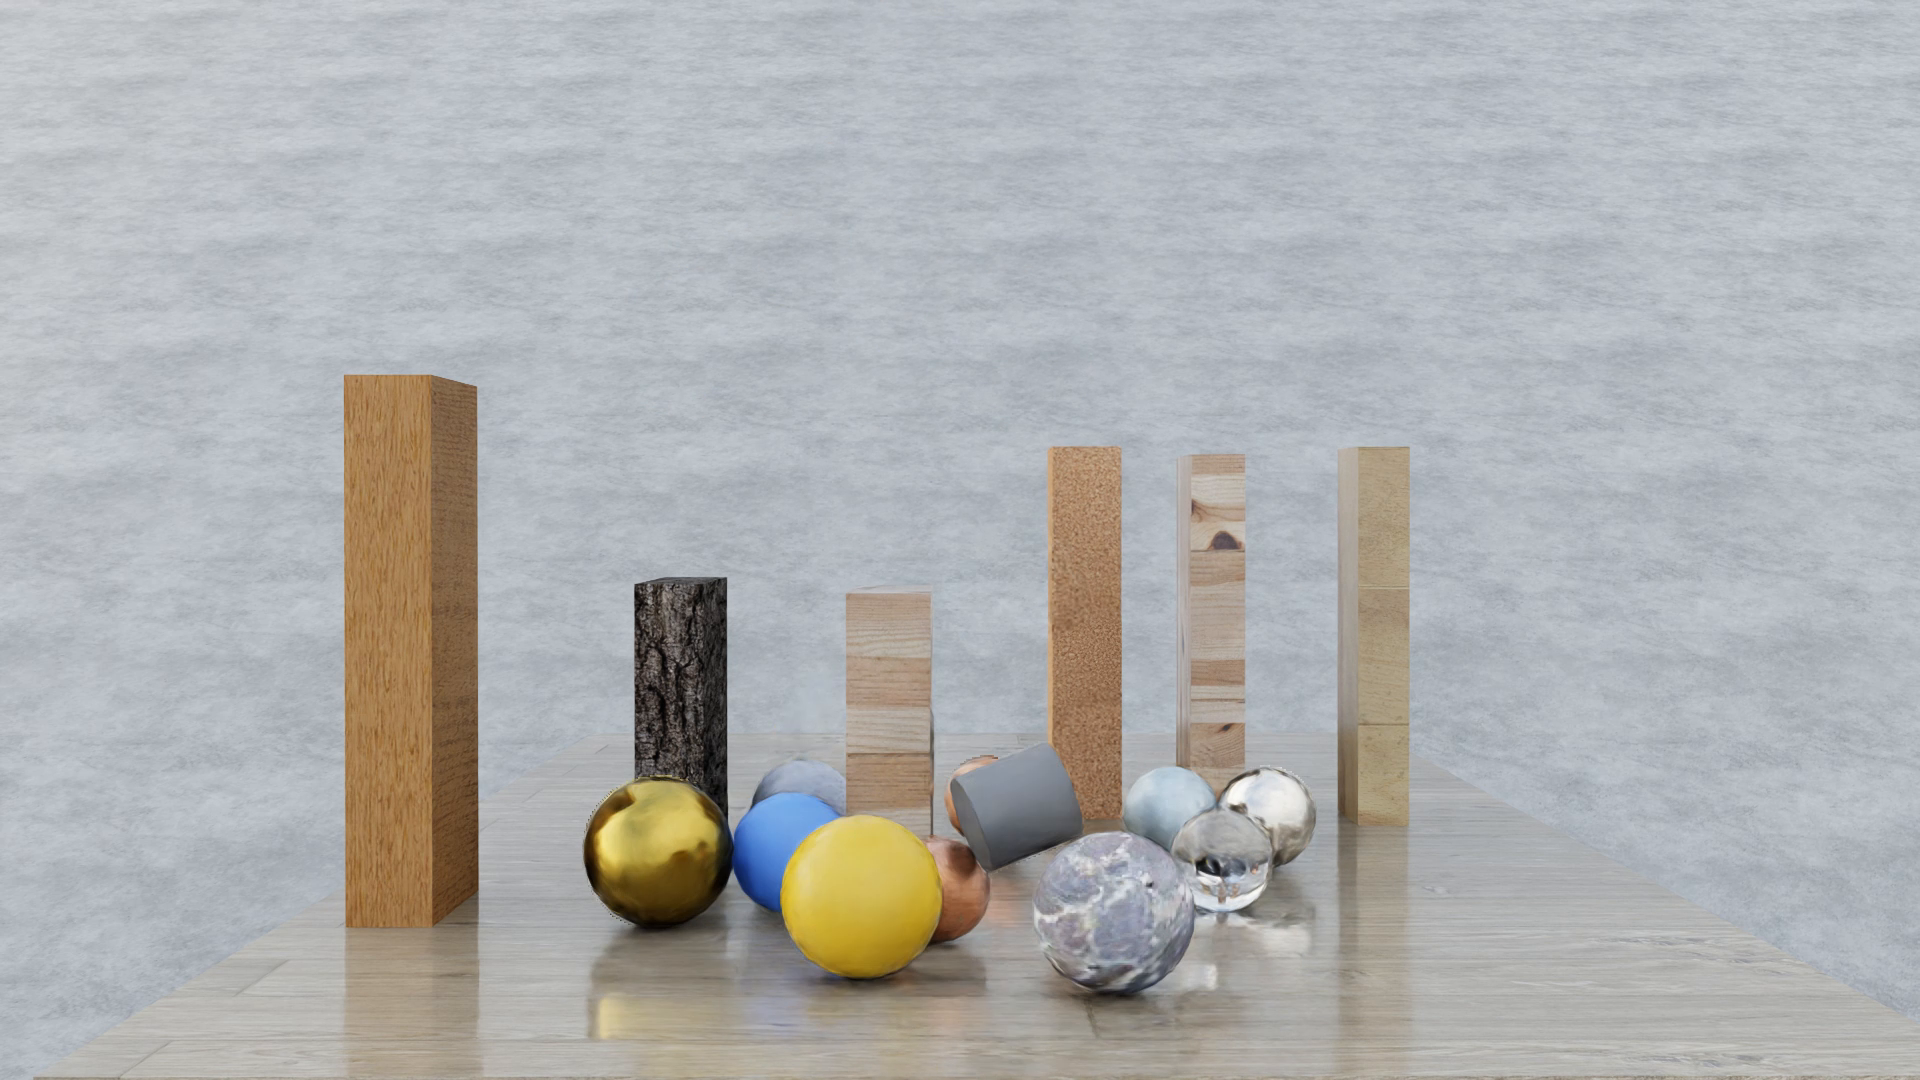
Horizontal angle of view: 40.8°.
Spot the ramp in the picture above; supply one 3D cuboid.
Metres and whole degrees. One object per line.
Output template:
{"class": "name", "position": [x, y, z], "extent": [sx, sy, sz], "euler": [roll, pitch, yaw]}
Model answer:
{"class": "ramp", "position": [0.063, 0.567, 4.607], "extent": [2.000, 0.100, 4.000], "euler": [0, 1, 0]}

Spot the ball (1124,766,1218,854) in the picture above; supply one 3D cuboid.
{"class": "ball", "position": [0.342, 0.444, 4.182], "extent": [0.155, 0.155, 0.155], "euler": [0, 28, 0]}

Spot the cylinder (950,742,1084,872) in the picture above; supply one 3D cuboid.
{"class": "cylinder", "position": [0.074, 0.348, 3.369], "extent": [0.130, 0.130, 0.130], "euler": [-20, 32, -13]}

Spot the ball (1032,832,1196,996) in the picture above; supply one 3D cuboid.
{"class": "ball", "position": [0.182, 0.440, 3.050], "extent": [0.191, 0.191, 0.191], "euler": [0, 28, 0]}

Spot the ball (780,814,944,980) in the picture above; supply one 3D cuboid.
{"class": "ball", "position": [-0.120, 0.435, 3.154], "extent": [0.199, 0.199, 0.199], "euler": [0, 28, 0]}

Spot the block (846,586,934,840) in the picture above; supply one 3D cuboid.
{"class": "block", "position": [-0.101, 0.300, 3.837], "extent": [0.119, 0.453, 0.388], "euler": [0, 1, 0]}

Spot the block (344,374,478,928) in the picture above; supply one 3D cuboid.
{"class": "block", "position": [-0.783, 0.150, 3.706], "extent": [0.119, 0.756, 0.343], "euler": [0, 1, 0]}

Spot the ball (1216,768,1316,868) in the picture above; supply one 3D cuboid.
{"class": "ball", "position": [0.488, 0.443, 4.124], "extent": [0.159, 0.159, 0.159], "euler": [0, 28, 0]}

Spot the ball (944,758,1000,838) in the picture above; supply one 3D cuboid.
{"class": "ball", "position": [0.047, 0.446, 4.421], "extent": [0.148, 0.148, 0.148], "euler": [0, 28, 0]}

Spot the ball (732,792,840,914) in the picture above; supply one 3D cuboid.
{"class": "ball", "position": [-0.235, 0.436, 3.597], "extent": [0.168, 0.168, 0.168], "euler": [0, 28, 0]}

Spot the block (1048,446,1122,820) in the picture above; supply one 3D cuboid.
{"class": "block", "position": [0.234, 0.170, 4.894], "extent": [0.127, 0.687, 0.282], "euler": [0, 1, 0]}

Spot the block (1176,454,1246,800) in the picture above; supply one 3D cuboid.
{"class": "block", "position": [0.432, 0.187, 4.469], "extent": [0.091, 0.664, 0.280], "euler": [0, 1, 0]}

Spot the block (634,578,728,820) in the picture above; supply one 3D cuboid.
{"class": "block", "position": [-0.441, 0.294, 4.114], "extent": [0.104, 0.459, 0.409], "euler": [0, 1, 0]}

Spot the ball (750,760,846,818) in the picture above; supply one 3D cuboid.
{"class": "ball", "position": [-0.247, 0.437, 4.114], "extent": [0.173, 0.173, 0.173], "euler": [0, 28, 0]}

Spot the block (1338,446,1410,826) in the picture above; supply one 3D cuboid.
{"class": "block", "position": [0.765, 0.172, 4.791], "extent": [0.093, 0.685, 0.252], "euler": [0, 1, 0]}

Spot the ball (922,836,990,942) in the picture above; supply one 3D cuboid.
{"class": "ball", "position": [-0.029, 0.462, 3.416], "extent": [0.138, 0.138, 0.138], "euler": [0, 28, 0]}

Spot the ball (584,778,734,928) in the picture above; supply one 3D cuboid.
{"class": "ball", "position": [-0.413, 0.428, 3.542], "extent": [0.205, 0.205, 0.205], "euler": [0, 28, 0]}

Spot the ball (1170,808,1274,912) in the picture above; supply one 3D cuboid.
{"class": "ball", "position": [0.371, 0.455, 3.671], "extent": [0.147, 0.147, 0.147], "euler": [0, 28, 0]}
